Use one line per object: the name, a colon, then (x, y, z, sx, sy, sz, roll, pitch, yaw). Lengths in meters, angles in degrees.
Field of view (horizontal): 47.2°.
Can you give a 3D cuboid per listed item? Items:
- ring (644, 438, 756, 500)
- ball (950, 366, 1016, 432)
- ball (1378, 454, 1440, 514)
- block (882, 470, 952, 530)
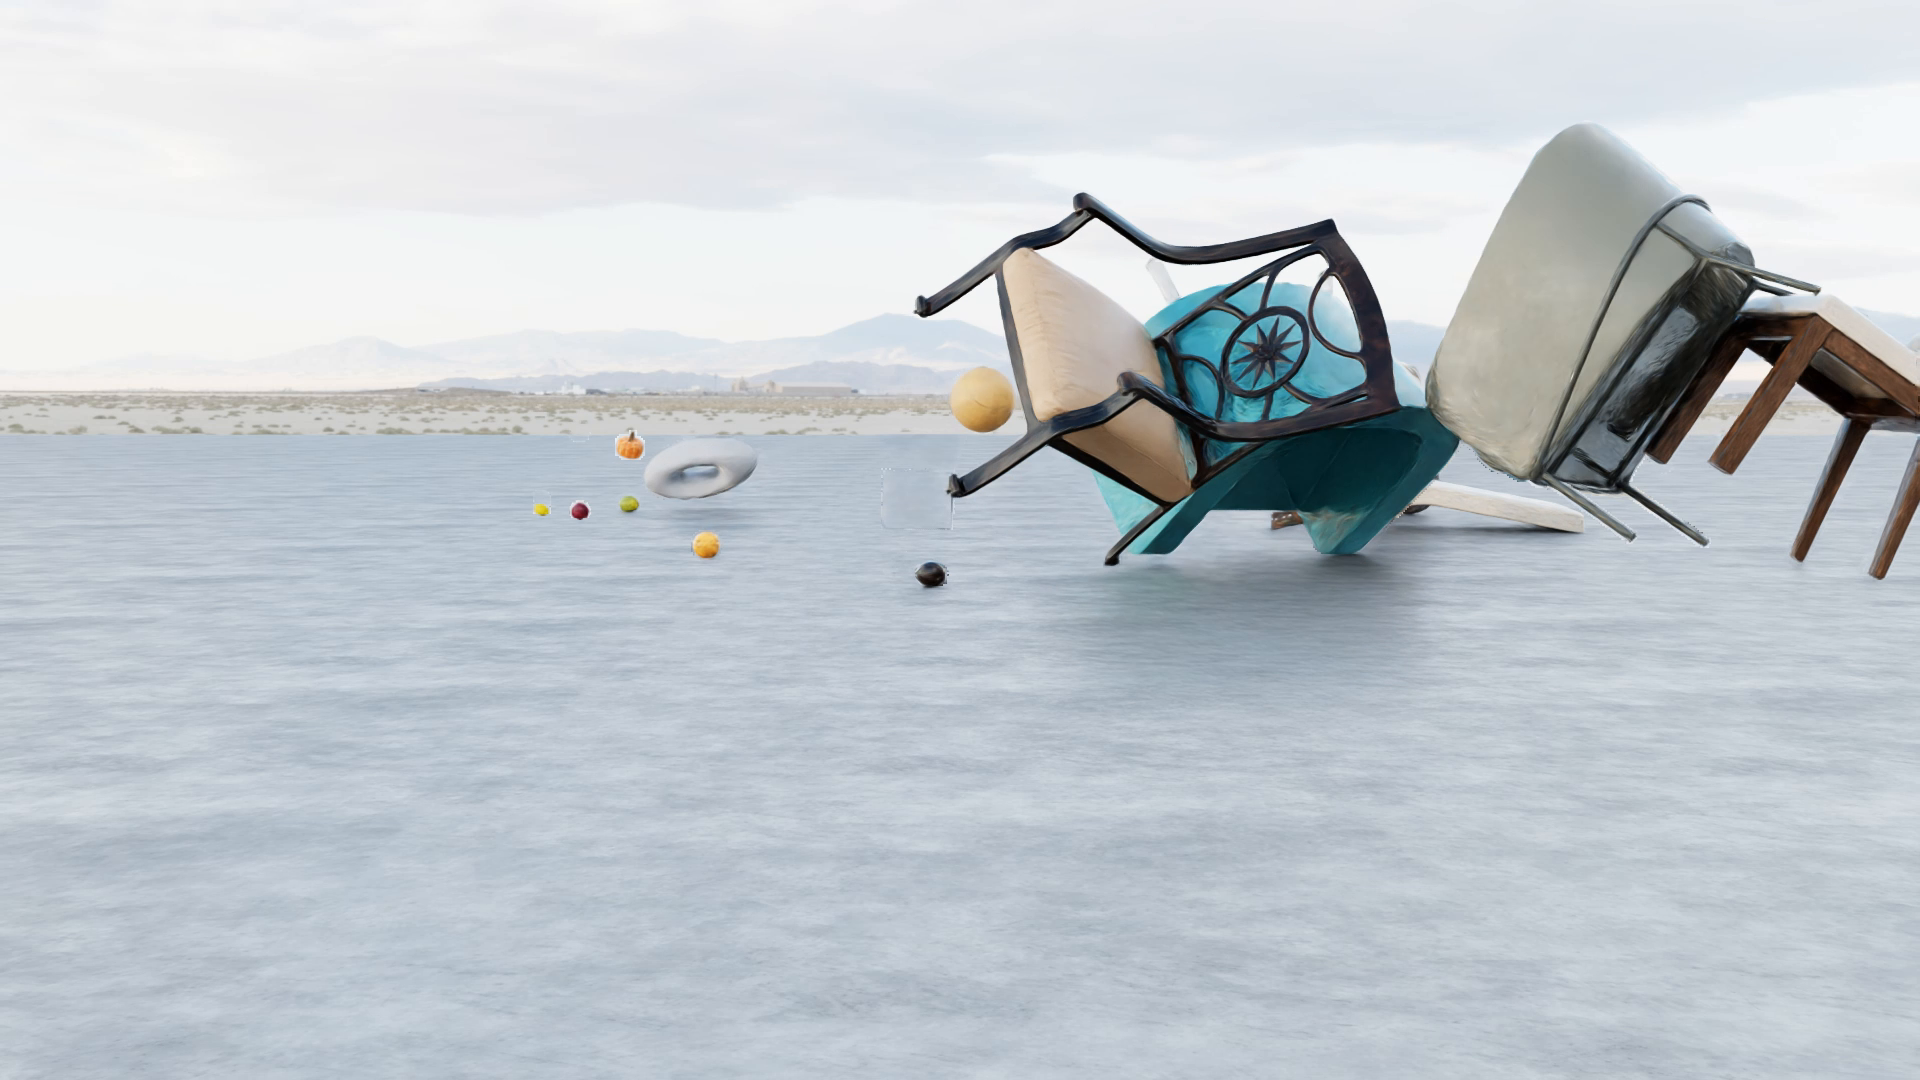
ring: (-0.966, -0.267, 8.178, 0.432, 0.215, 0.147, -11, 36, 5)
ball: (0.074, -0.457, 7.160, 0.214, 0.214, 0.214, 0, 4, 0)
ball: (1.612, -0.202, 7.895, 0.218, 0.218, 0.218, 0, 4, 0)
block: (-0.135, -0.128, 6.967, 0.217, 0.182, 0.111, 1, 2, -3)
